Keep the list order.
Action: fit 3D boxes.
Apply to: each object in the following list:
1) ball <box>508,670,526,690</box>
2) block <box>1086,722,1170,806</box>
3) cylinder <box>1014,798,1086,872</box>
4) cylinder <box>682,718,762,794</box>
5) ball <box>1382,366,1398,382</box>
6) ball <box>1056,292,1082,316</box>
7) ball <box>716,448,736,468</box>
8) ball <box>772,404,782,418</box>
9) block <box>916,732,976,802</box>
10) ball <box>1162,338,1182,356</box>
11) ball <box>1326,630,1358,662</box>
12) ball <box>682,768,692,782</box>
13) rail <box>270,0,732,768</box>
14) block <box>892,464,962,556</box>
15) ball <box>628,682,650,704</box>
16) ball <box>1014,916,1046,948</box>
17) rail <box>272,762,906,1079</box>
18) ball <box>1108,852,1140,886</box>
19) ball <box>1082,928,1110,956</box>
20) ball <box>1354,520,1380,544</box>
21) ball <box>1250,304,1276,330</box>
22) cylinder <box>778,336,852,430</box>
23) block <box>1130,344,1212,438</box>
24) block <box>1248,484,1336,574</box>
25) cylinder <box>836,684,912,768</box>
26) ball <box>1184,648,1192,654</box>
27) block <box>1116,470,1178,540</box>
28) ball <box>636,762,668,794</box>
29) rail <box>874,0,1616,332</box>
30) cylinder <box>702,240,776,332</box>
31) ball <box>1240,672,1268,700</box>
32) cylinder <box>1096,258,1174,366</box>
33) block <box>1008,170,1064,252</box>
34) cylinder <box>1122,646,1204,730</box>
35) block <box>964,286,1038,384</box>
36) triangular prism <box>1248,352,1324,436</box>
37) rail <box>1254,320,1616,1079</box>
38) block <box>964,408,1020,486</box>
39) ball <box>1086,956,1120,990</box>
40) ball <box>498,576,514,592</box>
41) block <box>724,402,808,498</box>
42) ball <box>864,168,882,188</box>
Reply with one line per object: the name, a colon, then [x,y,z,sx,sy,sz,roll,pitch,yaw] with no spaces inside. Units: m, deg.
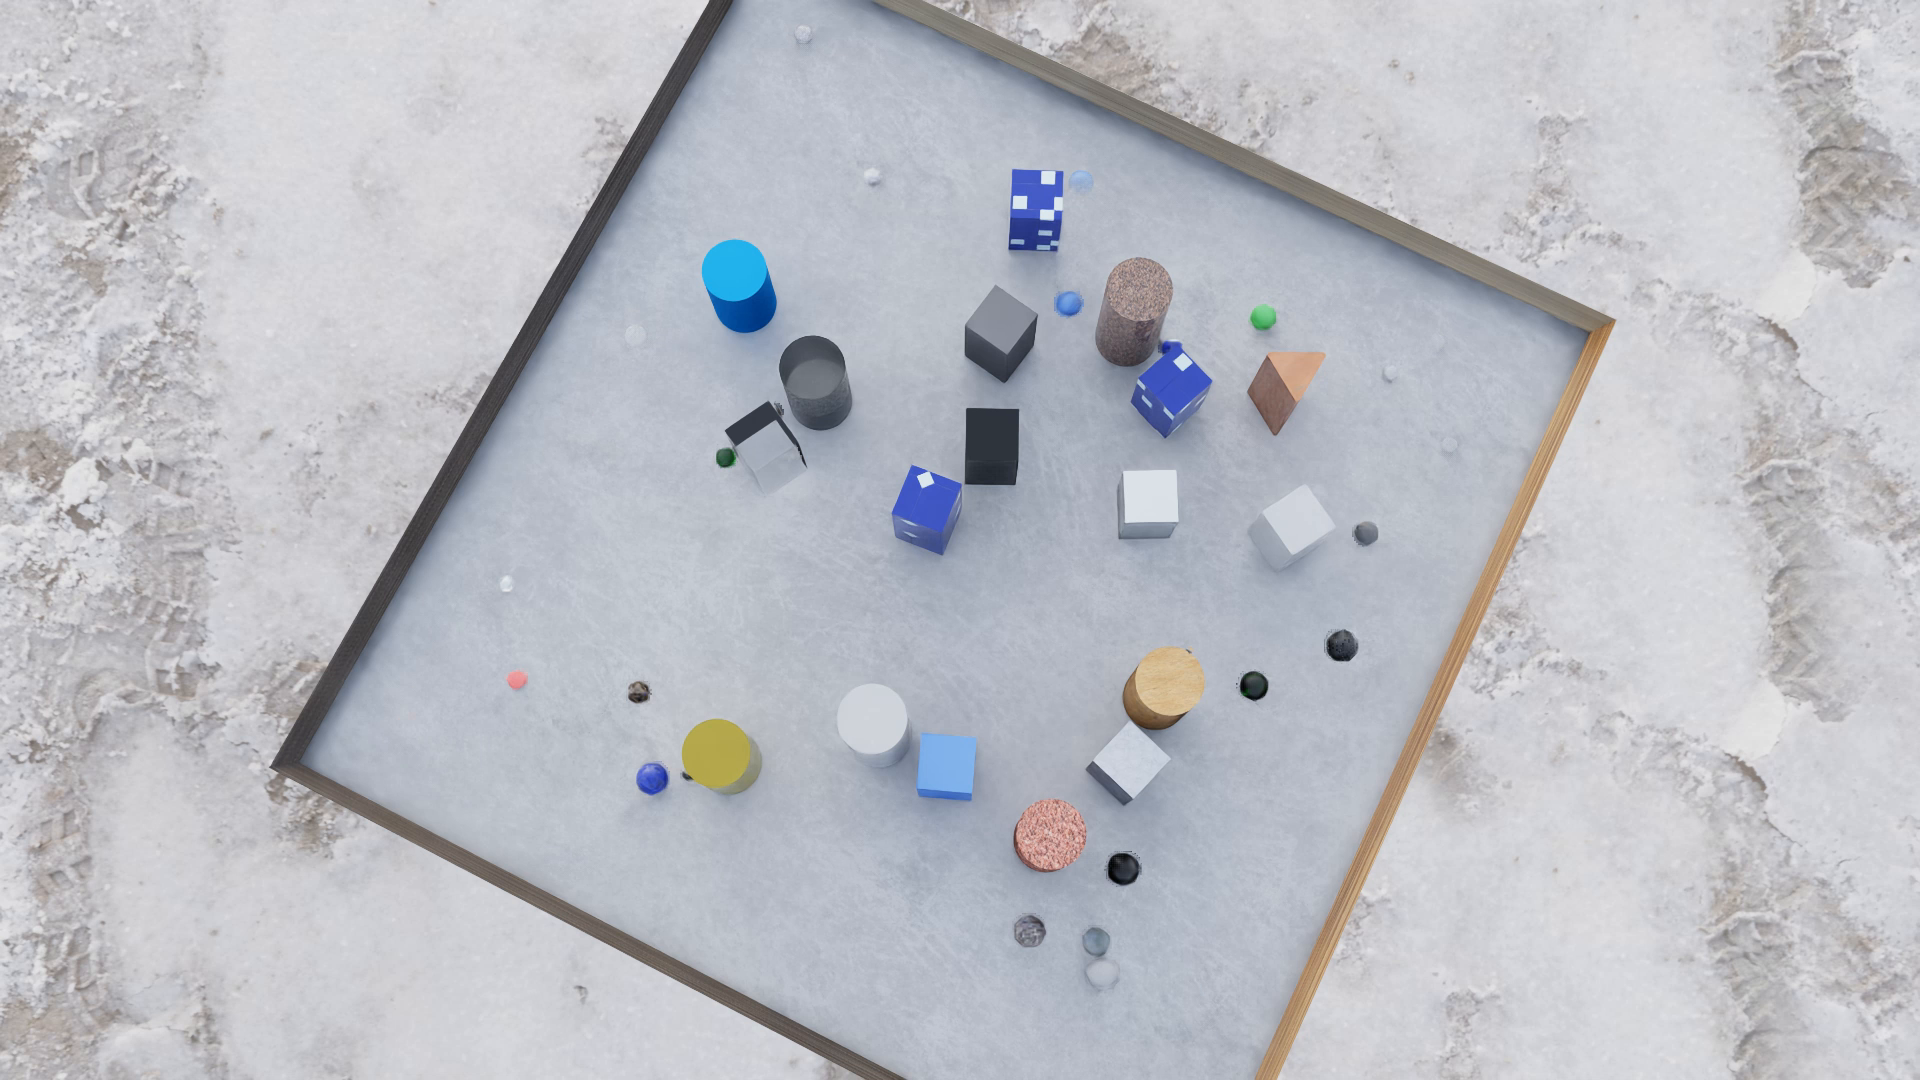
ball: [-1.330,0.419,5.501,0.057,0.057,0.057,0,78,0]
block: [0.484,0.650,5.319,0.156,0.319,0.156,43,81,8]
cylinder: [0.255,0.853,5.267,0.195,0.339,0.195,0,78,0]
cylinder: [-0.690,0.633,5.332,0.195,0.301,0.195,0,78,0]
ball: [1.339,-0.518,5.698,0.051,0.051,0.051,0,78,0]
ball: [0.341,-0.738,5.729,0.079,0.079,0.079,0,78,0]
ball: [-0.720,-0.253,5.633,0.062,0.062,0.062,0,78,0]
ball: [-0.589,-0.381,5.648,0.081,0.081,0.081,0,78,0]
block: [-0.037,0.660,5.304,0.156,0.345,0.156,5,78,1]
ball: [0.660,-0.593,5.705,0.068,0.068,0.068,0,78,0]
ball: [1.147,0.318,5.501,0.097,0.097,0.097,0,78,0]
ball: [-0.805,0.696,5.447,0.042,0.042,0.042,0,78,0]
rail: [-1.319,-0.639,5.683,0.045,0.127,3.031,26,80,5]
block: [-0.096,-0.085,5.460,0.156,0.341,0.156,21,79,4]
ball: [-0.963,0.457,5.489,0.065,0.065,0.065,0,78,0]
ball: [0.203,1.140,5.333,0.094,0.094,0.094,0,78,0]
rail: [-0.667,1.313,5.279,2.997,0.127,0.045,26,80,5]
ball: [0.479,0.964,5.368,0.096,0.096,0.096,0,78,0]
ball: [0.397,1.169,5.332,0.083,0.083,0.083,0,78,0]
ball: [1.240,-0.022,5.584,0.073,0.073,0.073,0,78,0]
ball: [0.948,-0.695,5.719,0.081,0.081,0.081,0,78,0]
cylinder: [-0.433,-0.470,5.535,0.195,0.350,0.195,0,78,0]
block: [0.640,-0.448,5.569,0.156,0.276,0.156,-41,81,-8]
block: [0.989,-0.032,5.480,0.156,0.280,0.156,-33,80,-6]
cylinder: [-0.243,0.539,5.274,0.195,0.452,0.195,0,78,0]
ball: [0.679,0.350,5.522,0.043,0.043,0.043,0,78,0]
block: [0.562,-0.104,5.515,0.156,0.242,0.156,-1,78,0]
ball: [-0.911,0.706,5.422,0.095,0.095,0.095,0,78,0]
rail: [0.667,-1.300,5.820,2.997,0.127,0.045,26,80,5]
cylinder: [-0.675,-0.776,5.623,0.195,0.301,0.195,0,78,0]
ball: [0.879,0.437,5.482,0.087,0.087,0.087,0,78,0]
cylinder: [0.521,-0.682,5.530,0.195,0.446,0.195,0,78,0]
block: [0.234,-1.021,5.689,0.156,0.271,0.156,2,78,0]
cylinder: [0.587,0.435,5.320,0.195,0.404,0.195,0,78,0]
block: [0.123,-0.625,5.592,0.156,0.301,0.156,36,81,7]
triangular prism: [0.959,-0.469,5.518,0.146,0.383,0.169,30,80,6]
rail: [1.319,0.653,5.416,0.045,0.127,3.031,26,80,5]
block: [0.095,-0.278,5.514,0.156,0.313,0.156,1,78,0]
ball: [0.414,1.253,5.309,0.094,0.094,0.094,0,78,0]
ball: [-1.378,0.133,5.564,0.048,0.048,0.048,0,78,0]
block: [-0.579,-0.269,5.504,0.156,0.329,0.156,-35,80,-7]
ball: [-0.277,-1.152,5.825,0.059,0.059,0.059,0,78,0]
